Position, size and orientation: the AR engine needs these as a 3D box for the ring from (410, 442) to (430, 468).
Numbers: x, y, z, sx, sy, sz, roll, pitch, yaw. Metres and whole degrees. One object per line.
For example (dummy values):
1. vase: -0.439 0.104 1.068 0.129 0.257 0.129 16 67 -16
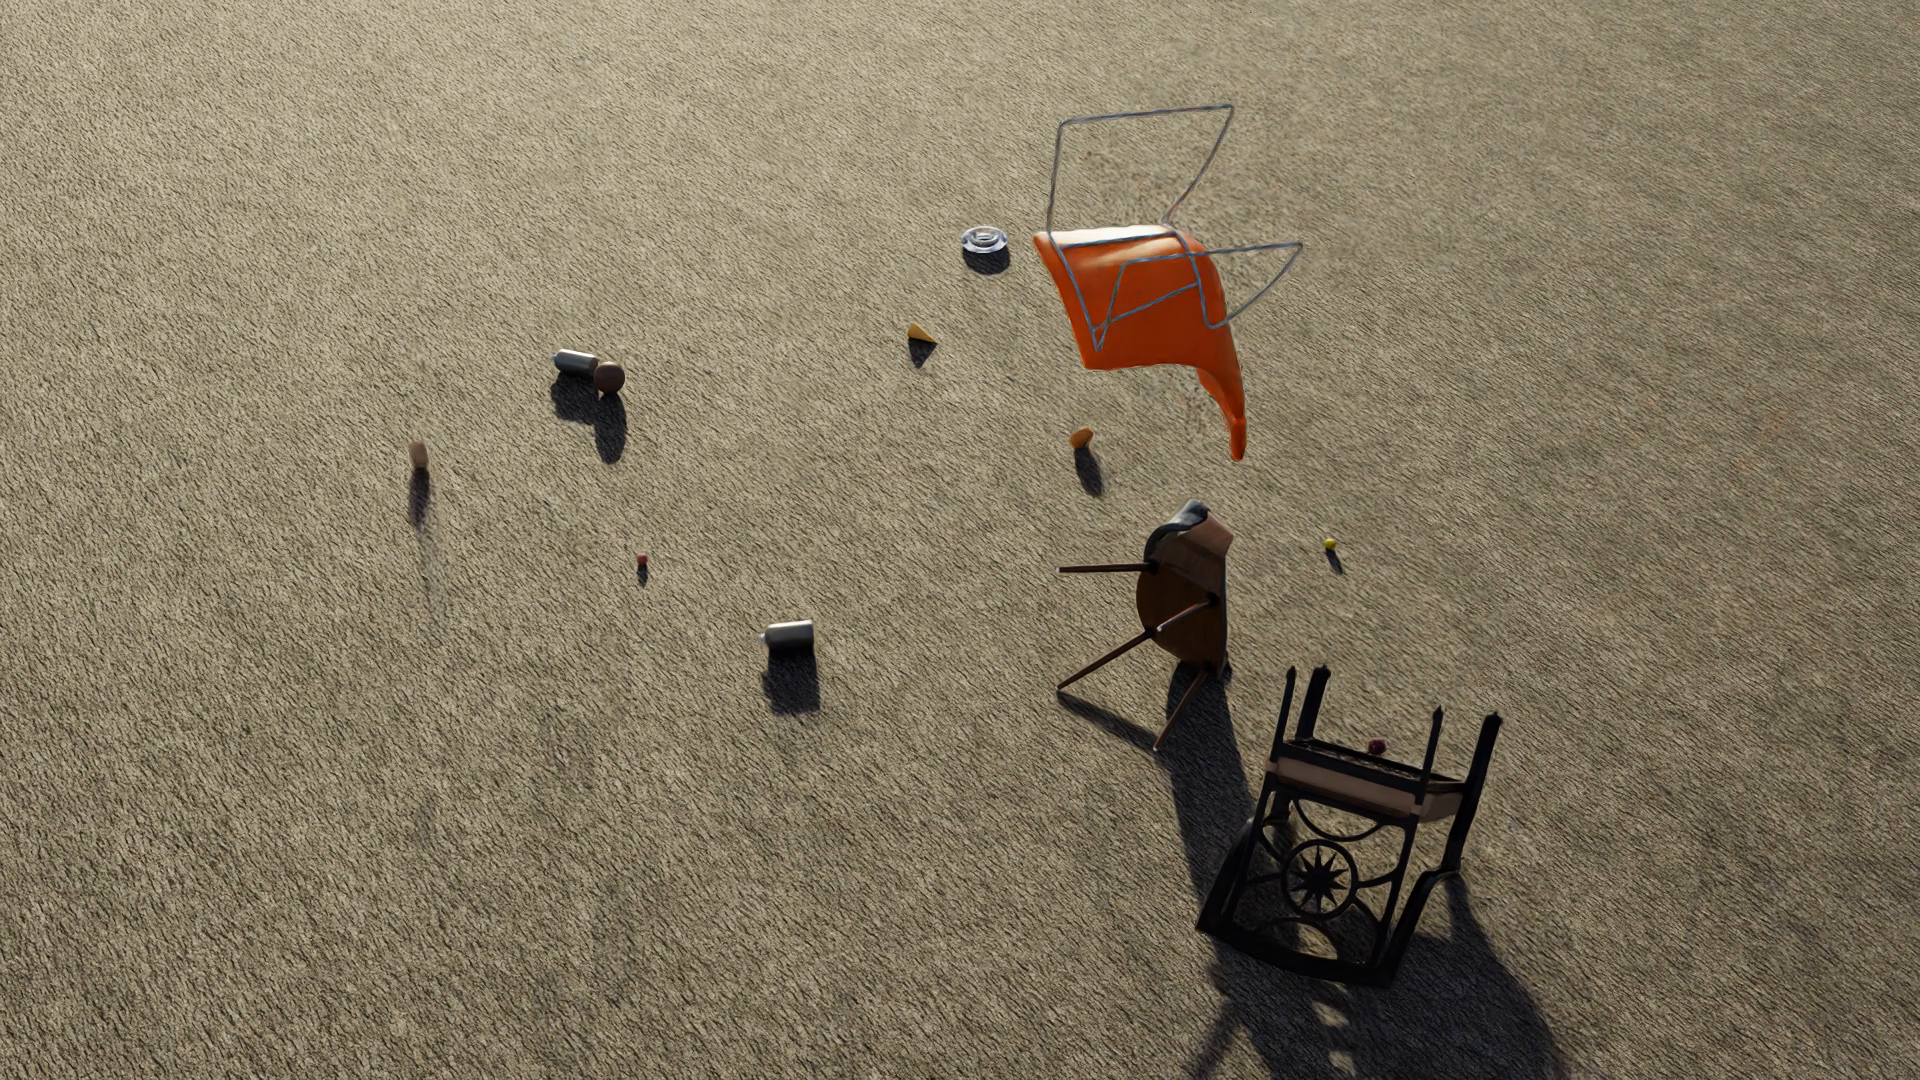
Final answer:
1. ring: -2.093 -0.328 11.357 0.056 0.101 0.097 -16 -2 -19

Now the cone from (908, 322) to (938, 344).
1. cone: -0.146 -0.846 12.199 0.134 0.067 0.065 28 9 15

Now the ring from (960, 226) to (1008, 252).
1. ring: 0.105 -1.323 12.909 0.207 0.049 0.213 20 38 29
